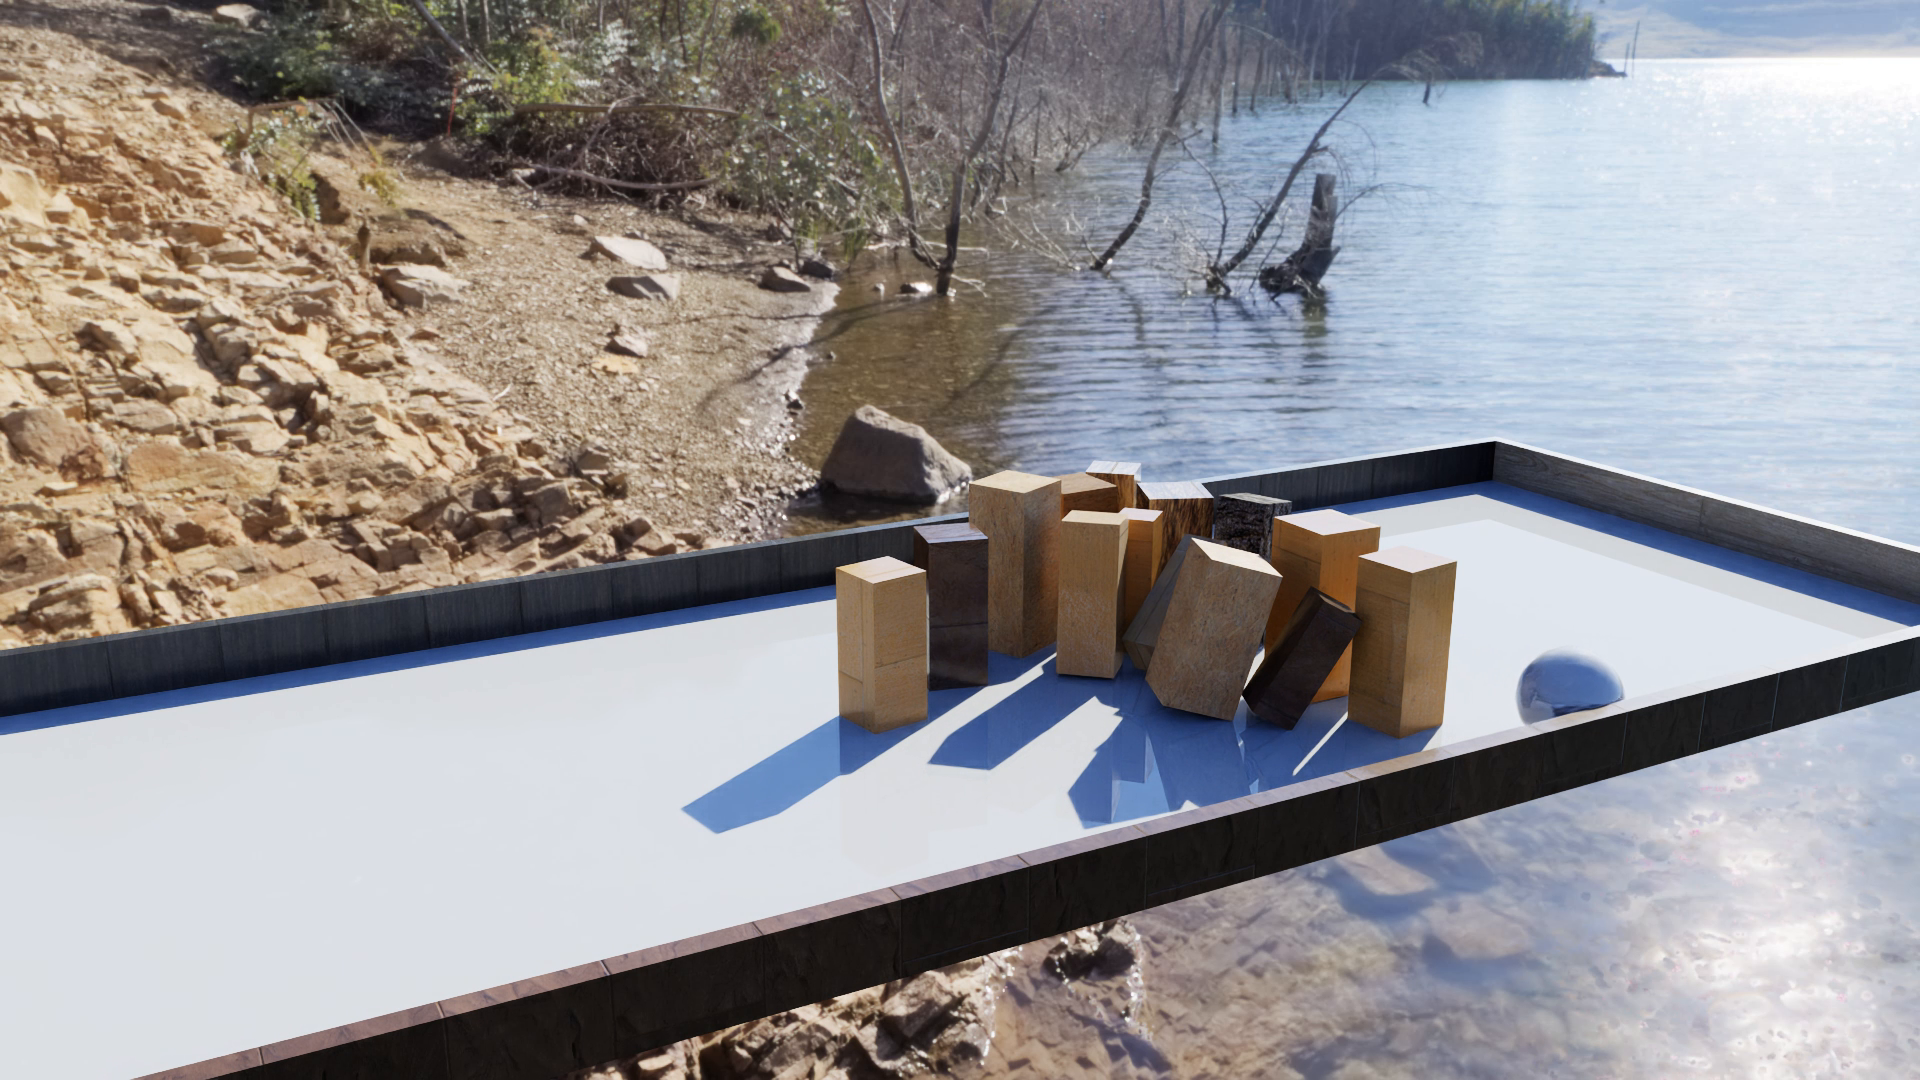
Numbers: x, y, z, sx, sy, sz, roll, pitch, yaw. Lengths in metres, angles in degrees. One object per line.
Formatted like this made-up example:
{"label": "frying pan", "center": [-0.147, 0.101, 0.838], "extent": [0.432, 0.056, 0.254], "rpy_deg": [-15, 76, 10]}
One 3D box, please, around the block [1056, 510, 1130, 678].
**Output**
{"label": "block", "center": [0.336, 0.135, 4.180], "extent": [0.148, 0.392, 0.148], "rpy_deg": [4, 12, 14]}

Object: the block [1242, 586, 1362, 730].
{"label": "block", "center": [0.796, 0.277, 3.853], "extent": [0.108, 0.308, 0.108], "rpy_deg": [28, 13, -13]}

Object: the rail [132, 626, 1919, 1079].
{"label": "rail", "center": [-2.336, 1.006, 1.665], "extent": [12.000, 0.150, 0.050], "rpy_deg": [-9, 18, -27]}

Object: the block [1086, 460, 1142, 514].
{"label": "block", "center": [0.443, -0.031, 4.805], "extent": [0.140, 0.370, 0.140], "rpy_deg": [4, 17, 14]}

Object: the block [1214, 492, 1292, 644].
{"label": "block", "center": [0.764, 0.076, 4.394], "extent": [0.141, 0.379, 0.141], "rpy_deg": [14, 12, 39]}

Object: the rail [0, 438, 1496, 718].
{"label": "rail", "center": [-3.305, 0.497, 3.399], "extent": [12.000, 0.150, 0.050], "rpy_deg": [-9, 18, -27]}

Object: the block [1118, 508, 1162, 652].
{"label": "block", "center": [0.464, 0.109, 4.336], "extent": [0.104, 0.366, 0.104], "rpy_deg": [6, 17, 19]}

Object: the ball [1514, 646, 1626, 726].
{"label": "ball", "center": [1.376, 0.358, 3.720], "extent": [0.236, 0.236, 0.236], "rpy_deg": [0, 16, 0]}

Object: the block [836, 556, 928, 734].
{"label": "block", "center": [-0.183, 0.244, 3.870], "extent": [0.150, 0.368, 0.150], "rpy_deg": [-13, 21, -36]}

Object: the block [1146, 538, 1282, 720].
{"label": "block", "center": [0.599, 0.212, 3.921], "extent": [0.178, 0.368, 0.178], "rpy_deg": [14, 14, -12]}

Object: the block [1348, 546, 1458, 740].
{"label": "block", "center": [1.028, 0.235, 3.842], "extent": [0.156, 0.402, 0.156], "rpy_deg": [-11, 20, -34]}

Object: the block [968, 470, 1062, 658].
{"label": "block", "center": [0.144, 0.061, 4.358], "extent": [0.174, 0.445, 0.174], "rpy_deg": [12, 20, 35]}

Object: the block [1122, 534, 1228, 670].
{"label": "block", "center": [0.568, 0.166, 4.246], "extent": [0.120, 0.120, 0.363], "rpy_deg": [13, 56, 36]}

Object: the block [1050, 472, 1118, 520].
{"label": "block", "center": [0.313, 0.021, 4.621], "extent": [0.177, 0.373, 0.177], "rpy_deg": [-9, 19, -28]}

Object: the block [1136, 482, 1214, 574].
{"label": "block", "center": [0.593, 0.035, 4.601], "extent": [0.177, 0.359, 0.177], "rpy_deg": [-1, 16, -5]}

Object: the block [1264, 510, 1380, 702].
{"label": "block", "center": [0.886, 0.159, 4.057], "extent": [0.180, 0.423, 0.180], "rpy_deg": [-8, 18, -28]}

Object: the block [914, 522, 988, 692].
{"label": "block", "center": [-0.023, 0.165, 4.115], "extent": [0.150, 0.382, 0.150], "rpy_deg": [-4, 17, -15]}

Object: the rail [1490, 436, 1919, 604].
{"label": "rail", "center": [2.466, -0.048, 5.253], "extent": [0.050, 0.150, 2.100], "rpy_deg": [-9, 18, -27]}
